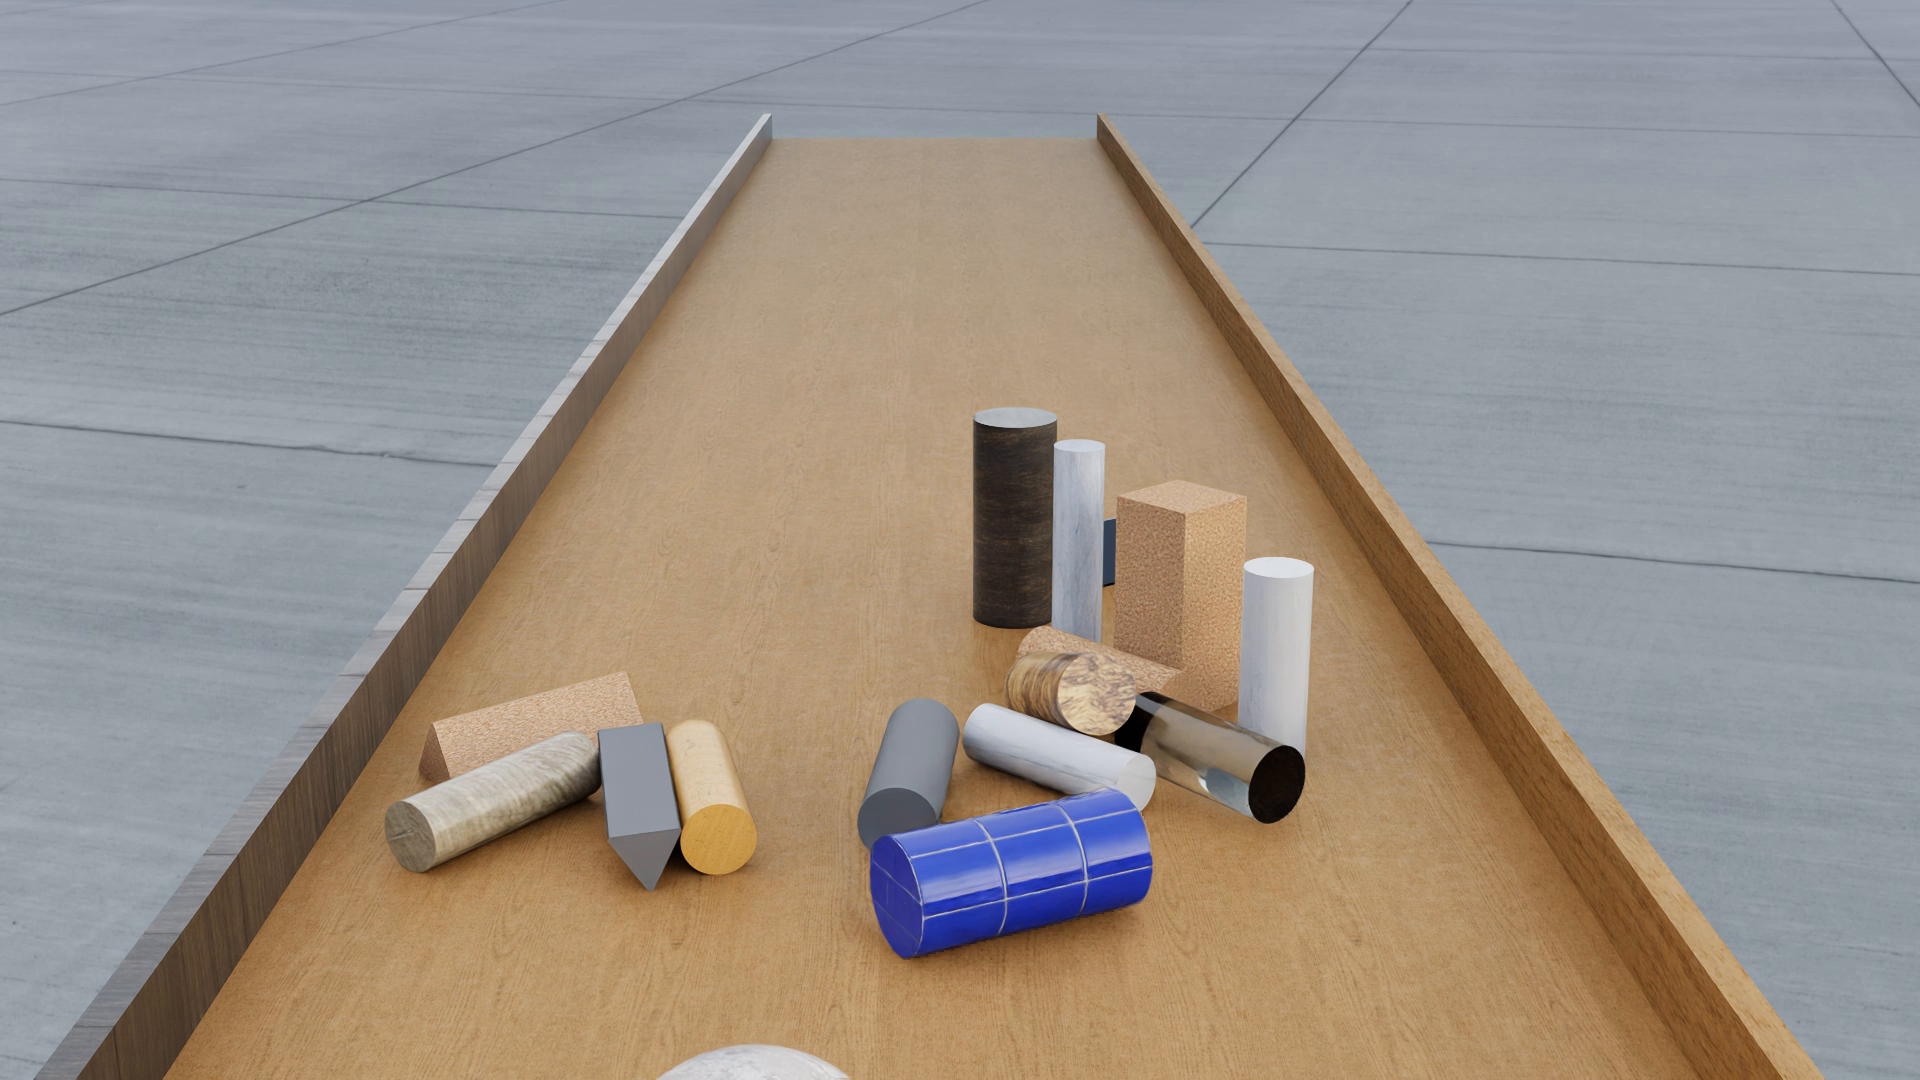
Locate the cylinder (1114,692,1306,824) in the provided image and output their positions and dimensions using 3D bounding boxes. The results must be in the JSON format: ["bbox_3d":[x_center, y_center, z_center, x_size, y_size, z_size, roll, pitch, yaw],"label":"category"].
[{"bbox_3d":[0.423,0.368,3.753,0.135,0.135,0.324,-13,21,-36],"label":"cylinder"}]

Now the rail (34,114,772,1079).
[{"bbox_3d":[-1.118,-0.838,7.780,0.050,0.150,12.000,0,17,-1],"label":"rail"}]

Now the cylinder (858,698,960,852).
[{"bbox_3d":[-0.082,0.395,3.673,0.129,0.129,0.399,1,17,5],"label":"cylinder"}]

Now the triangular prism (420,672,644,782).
[{"bbox_3d":[-0.761,0.329,3.923,0.394,0.107,0.124,-14,22,-40],"label":"triangular prism"}]

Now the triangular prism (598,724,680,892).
[{"bbox_3d":[-0.512,0.409,3.596,0.096,0.111,0.456,-35,20,0],"label":"triangular prism"}]

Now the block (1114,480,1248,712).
[{"bbox_3d":[0.412,0.112,4.142,0.171,0.404,0.171,-15,22,-41],"label":"block"}]

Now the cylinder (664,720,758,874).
[{"bbox_3d":[-0.418,0.417,3.614,0.120,0.120,0.372,-4,17,-12],"label":"cylinder"}]

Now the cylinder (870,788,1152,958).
[{"bbox_3d":[0.076,0.491,3.265,0.381,0.177,0.177,-8,18,-26],"label":"cylinder"}]

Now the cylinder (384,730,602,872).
[{"bbox_3d":[-0.757,0.423,3.598,0.118,0.118,0.372,11,20,33],"label":"cylinder"}]

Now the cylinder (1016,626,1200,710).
[{"bbox_3d":[0.273,0.264,4.114,0.127,0.127,0.357,-15,22,-41],"label":"cylinder"}]

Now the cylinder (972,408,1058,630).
[{"bbox_3d":[0.115,-0.047,4.618,0.175,0.434,0.175,0,17,0],"label":"cylinder"}]

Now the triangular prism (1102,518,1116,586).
[{"bbox_3d":[0.314,0.017,4.936,0.390,0.126,0.146,-11,20,-33],"label":"triangular prism"}]

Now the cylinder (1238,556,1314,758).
[{"bbox_3d":[0.556,0.216,3.885,0.122,0.351,0.122,0,17,0],"label":"cylinder"}]

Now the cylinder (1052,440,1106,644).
[{"bbox_3d":[0.233,0.029,4.350,0.100,0.445,0.100,0,17,0],"label":"cylinder"}]

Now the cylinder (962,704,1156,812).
[{"bbox_3d":[0.167,0.375,3.780,0.349,0.106,0.106,15,22,42],"label":"cylinder"}]

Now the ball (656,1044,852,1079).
[{"bbox_3d":[-0.218,0.697,2.297,0.333,0.333,0.333,0,17,0],"label":"ball"}]

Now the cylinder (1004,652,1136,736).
[{"bbox_3d":[0.192,0.270,3.914,0.142,0.142,0.308,-5,-1,-17],"label":"cylinder"}]

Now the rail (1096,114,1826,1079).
[{"bbox_3d":[0.932,-0.844,7.801,0.050,0.150,12.000,0,17,-1],"label":"rail"}]
